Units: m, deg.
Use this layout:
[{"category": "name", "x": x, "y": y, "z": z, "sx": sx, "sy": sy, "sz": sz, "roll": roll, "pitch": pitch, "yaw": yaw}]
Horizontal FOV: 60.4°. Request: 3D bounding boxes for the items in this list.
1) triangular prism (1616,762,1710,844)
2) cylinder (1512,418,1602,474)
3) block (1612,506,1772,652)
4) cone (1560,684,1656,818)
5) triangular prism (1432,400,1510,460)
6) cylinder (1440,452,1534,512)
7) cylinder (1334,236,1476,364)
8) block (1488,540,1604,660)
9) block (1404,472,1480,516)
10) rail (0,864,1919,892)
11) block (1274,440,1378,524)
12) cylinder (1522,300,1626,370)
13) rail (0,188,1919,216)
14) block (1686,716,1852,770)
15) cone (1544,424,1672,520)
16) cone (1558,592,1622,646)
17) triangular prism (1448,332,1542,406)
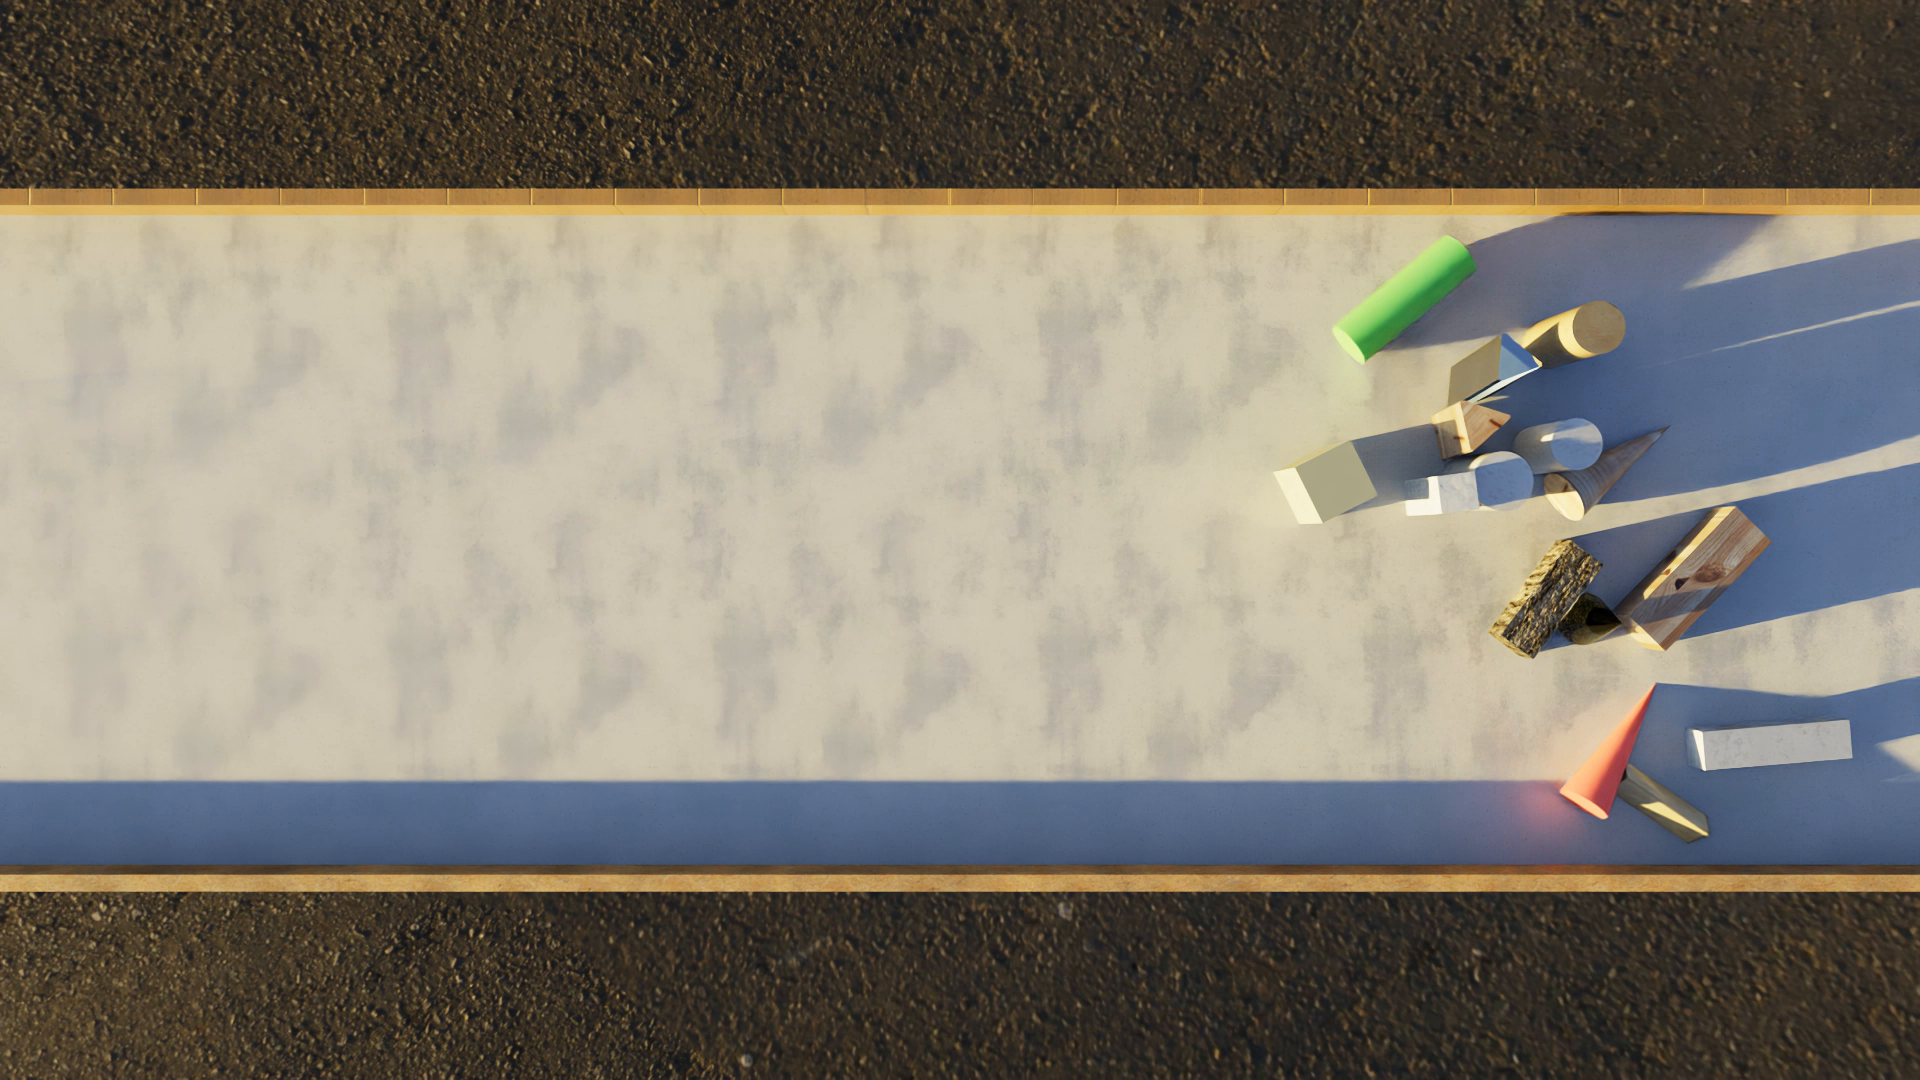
[{"category": "triangular prism", "x": 2.142, "y": 0.806, "z": 5.029, "sx": 0.305, "sy": 0.090, "sz": 0.103, "roll": 34, "pitch": 90, "yaw": 0}, {"category": "cylinder", "x": 1.772, "y": -0.276, "z": 4.906, "sx": 0.149, "sy": 0.340, "sz": 0.149, "roll": 0, "pitch": 90, "yaw": 0}, {"category": "block", "x": 2.212, "y": 0.116, "z": 5.001, "sx": 0.152, "sy": 0.152, "sz": 0.456, "roll": 44, "pitch": 90, "yaw": 0}, {"category": "cone", "x": 2.017, "y": 0.618, "z": 5.039, "sx": 0.152, "sy": 0.152, "sz": 0.451, "roll": 35, "pitch": 80, "yaw": 0}, {"category": "triangular prism", "x": 1.482, "y": -0.344, "z": 4.883, "sx": 0.145, "sy": 0.380, "sz": 0.126, "roll": -42, "pitch": 86, "yaw": 2}, {"category": "cylinder", "x": 1.556, "y": -0.171, "z": 4.893, "sx": 0.172, "sy": 0.362, "sz": 0.172, "roll": 0, "pitch": 91, "yaw": 1}, {"category": "cylinder", "x": 1.349, "y": -0.728, "z": 5.006, "sx": 0.435, "sy": 0.141, "sz": 0.141, "roll": -39, "pitch": 90, "yaw": 0}, {"category": "block", "x": 1.779, "y": 0.180, "z": 5.015, "sx": 0.122, "sy": 0.122, "sz": 0.353, "roll": 37, "pitch": 90, "yaw": 0}, {"category": "block", "x": 1.419, "y": -0.135, "z": 4.877, "sx": 0.108, "sy": 0.397, "sz": 0.108, "roll": -7, "pitch": 90, "yaw": 2}, {"category": "rail", "x": -2.247, "y": 1.025, "z": 5.001, "sx": 12.000, "sy": 0.150, "sz": 0.050, "roll": 0, "pitch": 90, "yaw": 0}, {"category": "block", "x": 1.085, "y": -0.169, "z": 4.914, "sx": 0.179, "sy": 0.324, "sz": 0.179, "roll": -27, "pitch": 90, "yaw": 0}, {"category": "cylinder", "x": 1.806, "y": -0.602, "z": 4.869, "sx": 0.152, "sy": 0.414, "sz": 0.152, "roll": 0, "pitch": 90, "yaw": 0}, {"category": "rail", "x": -2.247, "y": -1.025, "z": 5.002, "sx": 12.000, "sy": 0.150, "sz": 0.050, "roll": 0, "pitch": 90, "yaw": 0}, {"category": "block", "x": 2.459, "y": 0.616, "z": 5.019, "sx": 0.445, "sy": 0.116, "sz": 0.116, "roll": -5, "pitch": 90, "yaw": 0}, {"category": "cone", "x": 2.010, "y": -0.243, "z": 5.035, "sx": 0.436, "sy": 0.166, "sz": 0.166, "roll": -32, "pitch": 90, "yaw": -11}, {"category": "cone", "x": 1.919, "y": 0.242, "z": 4.925, "sx": 0.163, "sy": 0.302, "sz": 0.163, "roll": 0, "pitch": 90, "yaw": 0}, {"category": "triangular prism", "x": 1.563, "y": -0.508, "z": 4.908, "sx": 0.145, "sy": 0.331, "sz": 0.126, "roll": -20, "pitch": 83, "yaw": -12}]
